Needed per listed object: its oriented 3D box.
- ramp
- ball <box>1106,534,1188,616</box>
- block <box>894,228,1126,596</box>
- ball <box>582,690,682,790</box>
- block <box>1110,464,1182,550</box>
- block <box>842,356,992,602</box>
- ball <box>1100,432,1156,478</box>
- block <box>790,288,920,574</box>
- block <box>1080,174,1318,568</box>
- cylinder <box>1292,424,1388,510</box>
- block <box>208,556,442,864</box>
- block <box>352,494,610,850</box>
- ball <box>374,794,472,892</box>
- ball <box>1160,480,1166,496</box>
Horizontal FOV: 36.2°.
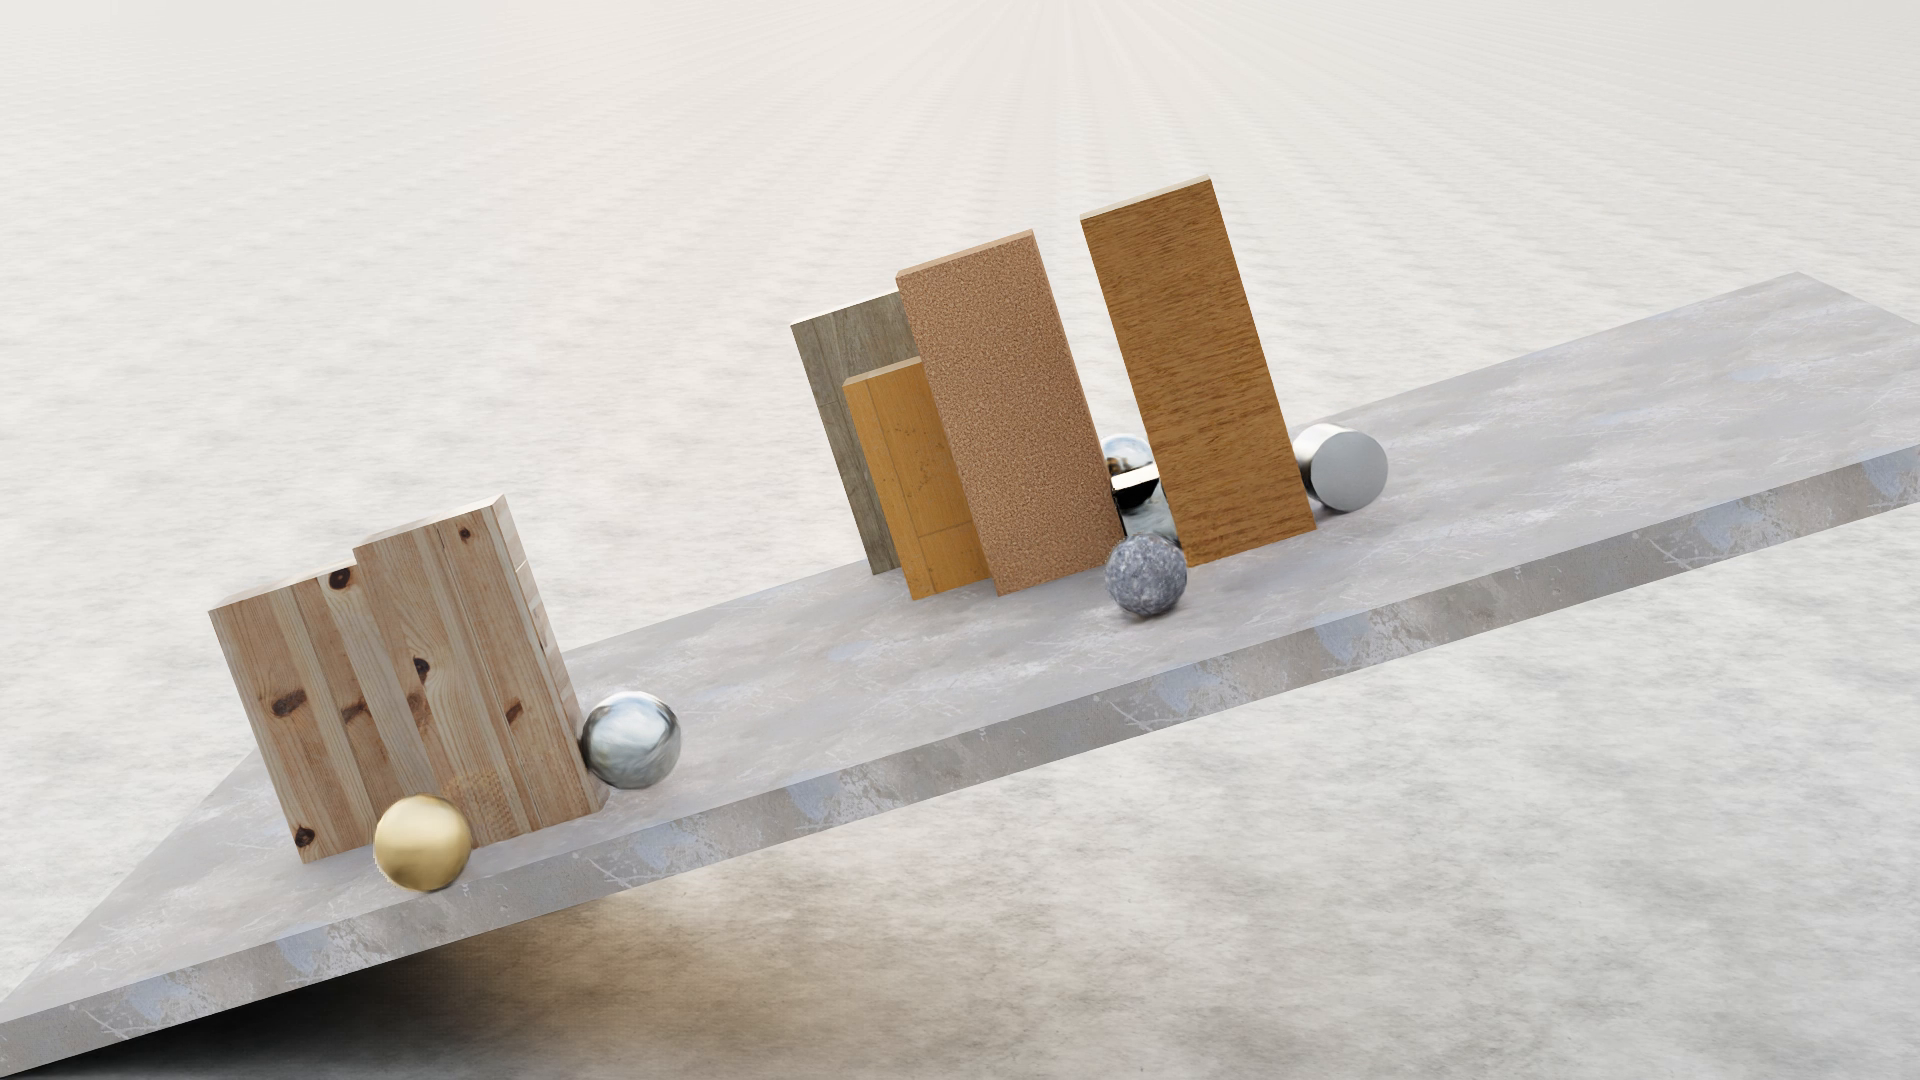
[{"bbox_3d":[0.100,0.183,6.311,4.000,0.100,2.000,-17,10,5],"label":"ramp"},{"bbox_3d":[0.364,0.067,5.741,0.160,0.160,0.160,0,11,0],"label":"ball"},{"bbox_3d":[0.120,-0.275,6.364,0.305,0.726,0.147,-17,10,5],"label":"block"},{"bbox_3d":[-0.627,0.383,5.624,0.191,0.191,0.191,0,11,0],"label":"ball"},{"bbox_3d":[0.426,-0.066,6.324,0.163,0.163,0.163,-17,10,6],"label":"block"},{"bbox_3d":[-0.036,-0.158,6.620,0.306,0.511,0.124,-17,10,5],"label":"block"},{"bbox_3d":[0.382,-0.167,6.905,0.169,0.169,0.169,0,11,0],"label":"ball"},{"bbox_3d":[-0.126,-0.275,7.039,0.373,0.634,0.095,-17,10,5],"label":"block"},{"bbox_3d":[0.488,-0.345,6.035,0.275,0.750,0.133,-17,10,5],"label":"block"},{"bbox_3d":[0.789,-0.154,6.148,0.167,0.167,0.167,-2,8,-10],"label":"cylinder"},{"bbox_3d":[-1.256,0.337,5.994,0.348,0.554,0.139,-17,10,5],"label":"block"},{"bbox_3d":[-0.914,0.255,5.639,0.282,0.625,0.119,-17,10,5],"label":"block"},{"bbox_3d":[-0.992,0.559,5.436,0.179,0.179,0.179,0,11,0],"label":"ball"},{"bbox_3d":[0.532,-0.143,6.479,0.185,0.185,0.185,0,11,0],"label":"ball"}]
